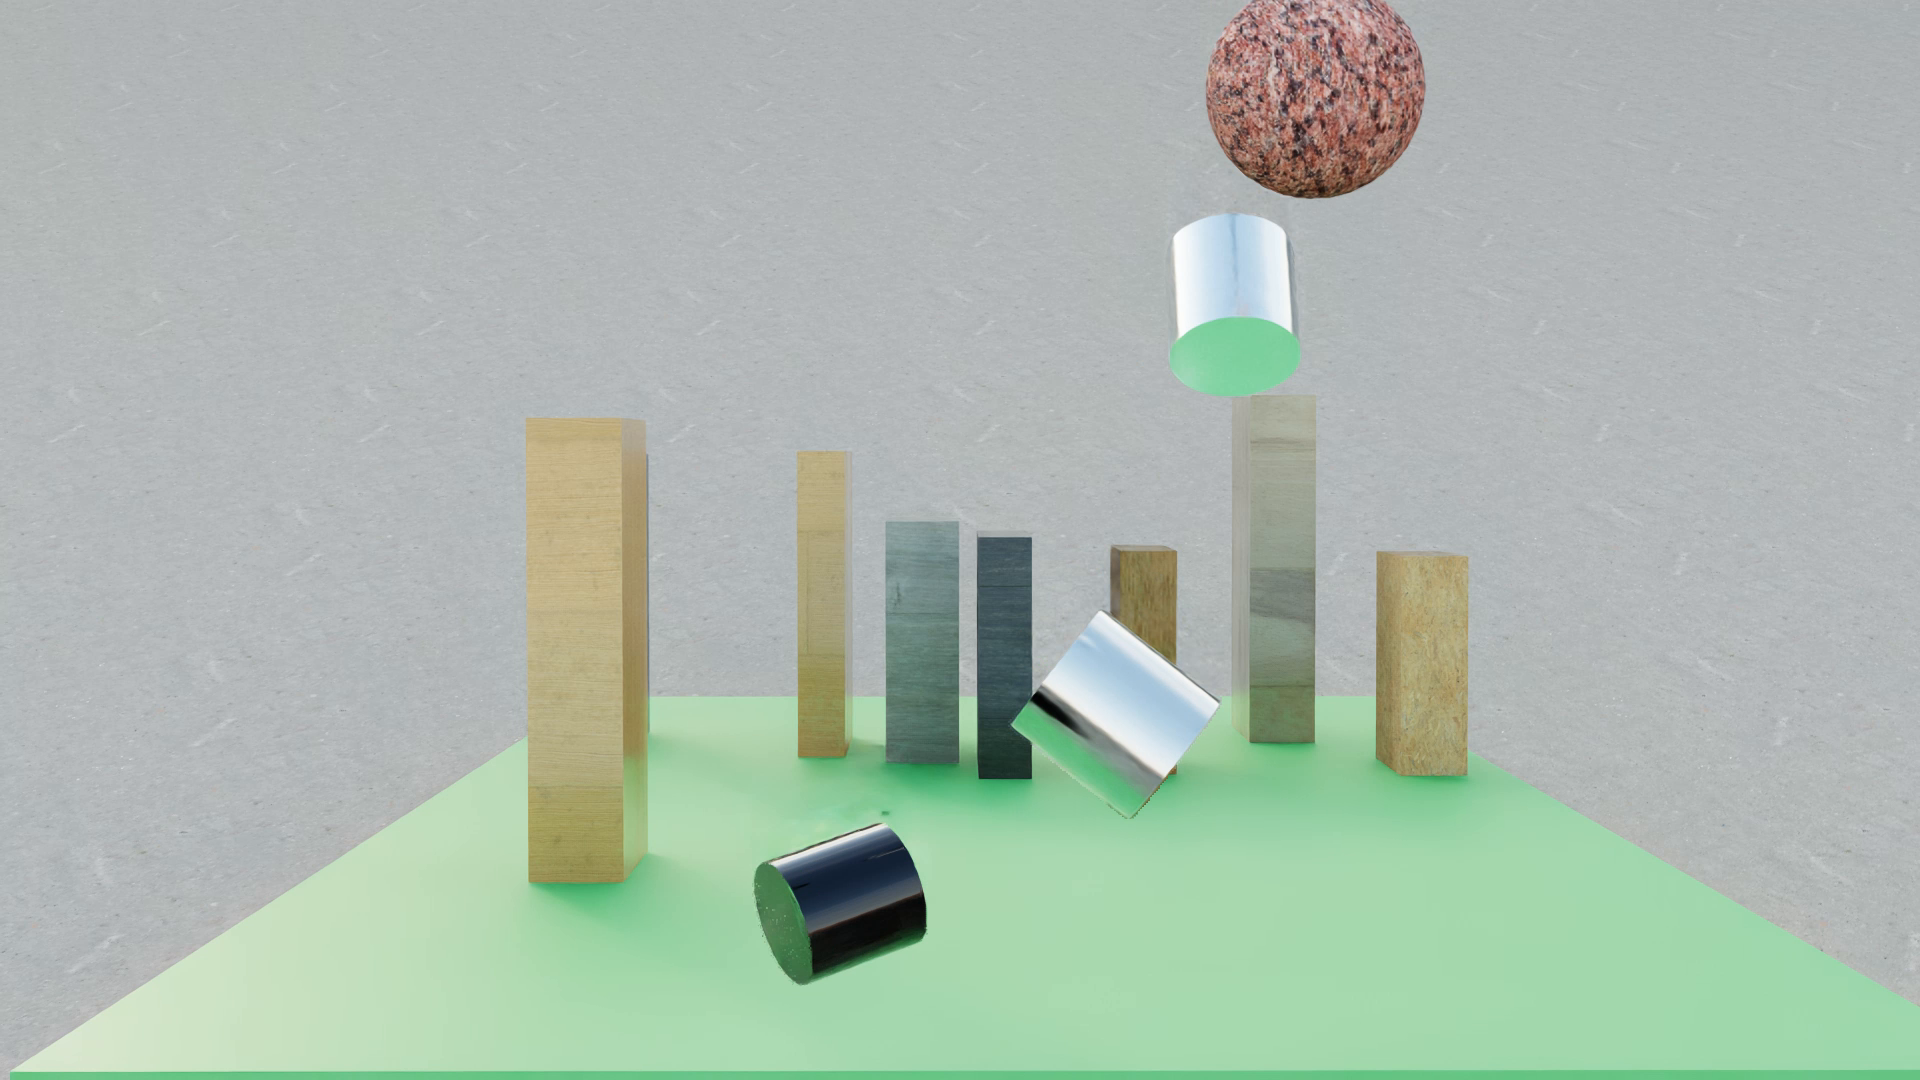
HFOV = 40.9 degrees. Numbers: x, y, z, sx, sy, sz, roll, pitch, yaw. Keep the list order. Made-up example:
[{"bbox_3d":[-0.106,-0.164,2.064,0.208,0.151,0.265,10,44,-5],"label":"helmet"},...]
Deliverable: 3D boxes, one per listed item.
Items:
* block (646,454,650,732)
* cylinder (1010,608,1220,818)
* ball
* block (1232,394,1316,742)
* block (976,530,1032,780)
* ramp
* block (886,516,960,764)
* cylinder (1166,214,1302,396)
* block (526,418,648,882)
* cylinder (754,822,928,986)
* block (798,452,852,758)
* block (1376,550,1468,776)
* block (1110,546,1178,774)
[{"bbox_3d":[-0.728,0.121,5.580,0.081,0.615,0.243,0,2,0],"label":"block"},{"bbox_3d":[0.167,0.186,2.763,0.160,0.160,0.160,38,33,4],"label":"cylinder"},{"bbox_3d":[0.320,-0.407,2.324,0.197,0.197,0.197,0,25,0],"label":"ball"},{"bbox_3d":[0.685,0.056,5.655,0.140,0.739,0.361,0,2,0],"label":"block"},{"bbox_3d":[0.085,0.216,5.071,0.101,0.457,0.421,0,2,0],"label":"block"},{"bbox_3d":[0.056,0.512,4.553,2.000,0.100,4.000,0,2,0],"label":"ramp"},{"bbox_3d":[-0.075,0.196,5.329,0.146,0.480,0.434,0,2,0],"label":"block"},{"bbox_3d":[0.271,-0.233,2.567,0.129,0.129,0.129,0,57,1],"label":"cylinder"},{"bbox_3d":[-0.549,0.153,3.819,0.136,0.664,0.292,0,2,0],"label":"block"},{"bbox_3d":[-0.117,0.355,2.520,0.125,0.125,0.125,-17,30,-25],"label":"cylinder"},{"bbox_3d":[-0.281,0.124,5.410,0.096,0.620,0.385,0,2,0],"label":"block"},{"bbox_3d":[0.904,0.236,5.056,0.128,0.418,0.290,0,2,0],"label":"block"},{"bbox_3d":[0.361,0.230,5.091,0.108,0.428,0.318,0,2,0],"label":"block"}]
